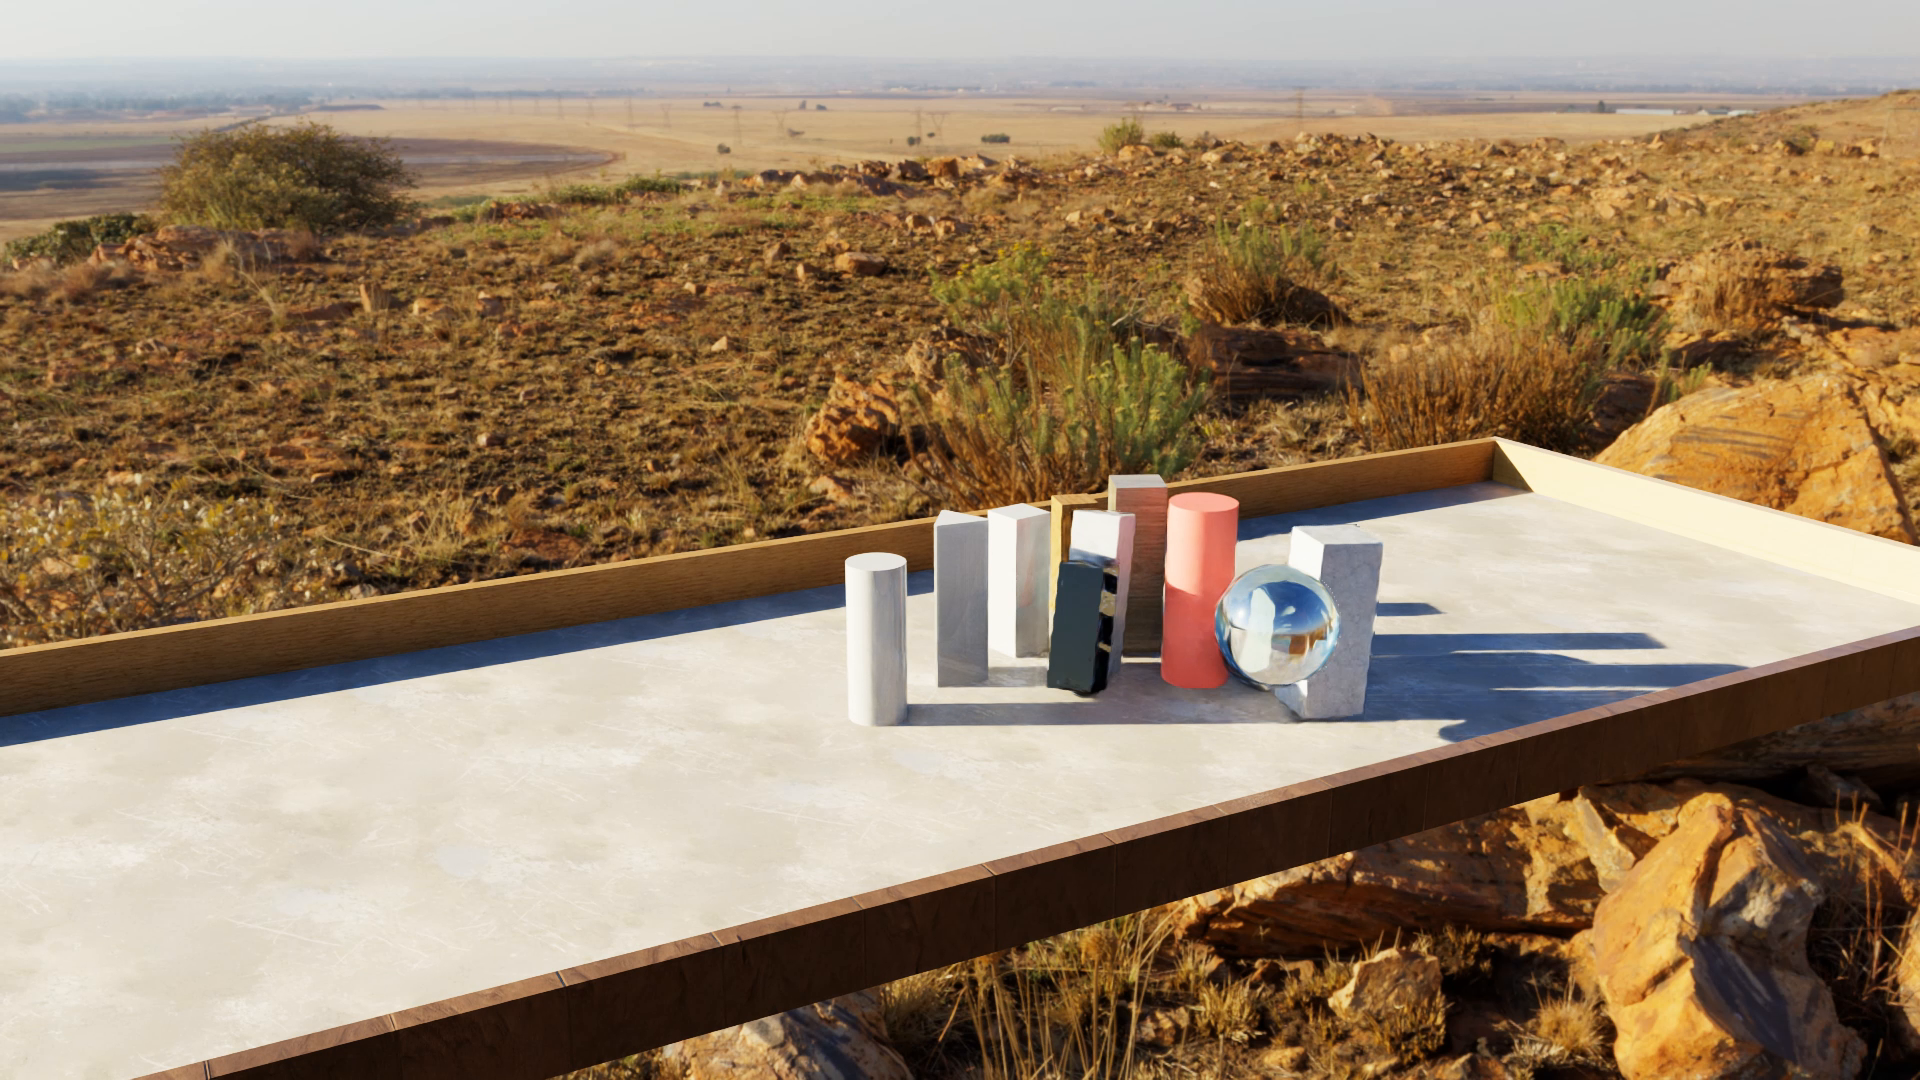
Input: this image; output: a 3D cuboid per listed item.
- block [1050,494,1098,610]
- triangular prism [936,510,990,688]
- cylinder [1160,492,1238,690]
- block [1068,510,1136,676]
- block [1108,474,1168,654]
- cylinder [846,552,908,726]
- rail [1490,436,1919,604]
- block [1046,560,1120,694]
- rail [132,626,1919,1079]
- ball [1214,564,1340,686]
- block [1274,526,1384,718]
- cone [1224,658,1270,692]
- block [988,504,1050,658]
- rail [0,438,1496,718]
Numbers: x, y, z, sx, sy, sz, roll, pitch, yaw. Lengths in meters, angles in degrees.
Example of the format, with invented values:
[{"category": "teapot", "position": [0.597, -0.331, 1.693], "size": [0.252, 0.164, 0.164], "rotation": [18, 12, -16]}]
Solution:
[{"category": "block", "position": [0.318, 0.045, 4.619], "size": [0.103, 0.329, 0.103], "rotation": [-4, 17, -12]}, {"category": "triangular prism", "position": [-0.018, 0.142, 4.127], "size": [0.143, 0.419, 0.124], "rotation": [-7, 18, -22]}, {"category": "cylinder", "position": [0.594, 0.126, 4.106], "size": [0.170, 0.459, 0.170], "rotation": [0, 18, 0]}, {"category": "block", "position": [0.346, 0.132, 4.162], "size": [0.123, 0.402, 0.123], "rotation": [8, 5, 24]}, {"category": "block", "position": [0.461, 0.063, 4.342], "size": [0.132, 0.450, 0.132], "rotation": [-1, 16, -3]}, {"category": "cylinder", "position": [-0.195, 0.234, 3.880], "size": [0.142, 0.383, 0.142], "rotation": [0, 16, 0]}, {"category": "rail", "position": [2.466, -0.048, 5.253], "size": [0.050, 0.150, 2.100], "rotation": [-9, 18, -27]}, {"category": "block", "position": [0.302, 0.212, 4.054], "size": [0.115, 0.307, 0.115], "rotation": [8, 5, 24]}, {"category": "rail", "position": [-2.336, 1.006, 1.665], "size": [12.000, 0.150, 0.050], "rotation": [-9, 18, -27]}, {"category": "ball", "position": [0.715, 0.192, 3.727], "size": [0.277, 0.277, 0.277], "rotation": [0, 16, 0]}, {"category": "block", "position": [0.876, 0.193, 3.925], "size": [0.155, 0.428, 0.155], "rotation": [-1, 16, -15]}, {"category": "cone", "position": [0.816, 0.186, 4.089], "size": [0.383, 0.131, 0.131], "rotation": [-51, 37, -14]}, {"category": "block", "position": [0.154, 0.106, 4.328], "size": [0.116, 0.376, 0.116], "rotation": [-12, 20, -36]}, {"category": "rail", "position": [-3.305, 0.497, 3.399], "size": [12.000, 0.150, 0.050], "rotation": [-9, 18, -27]}]
